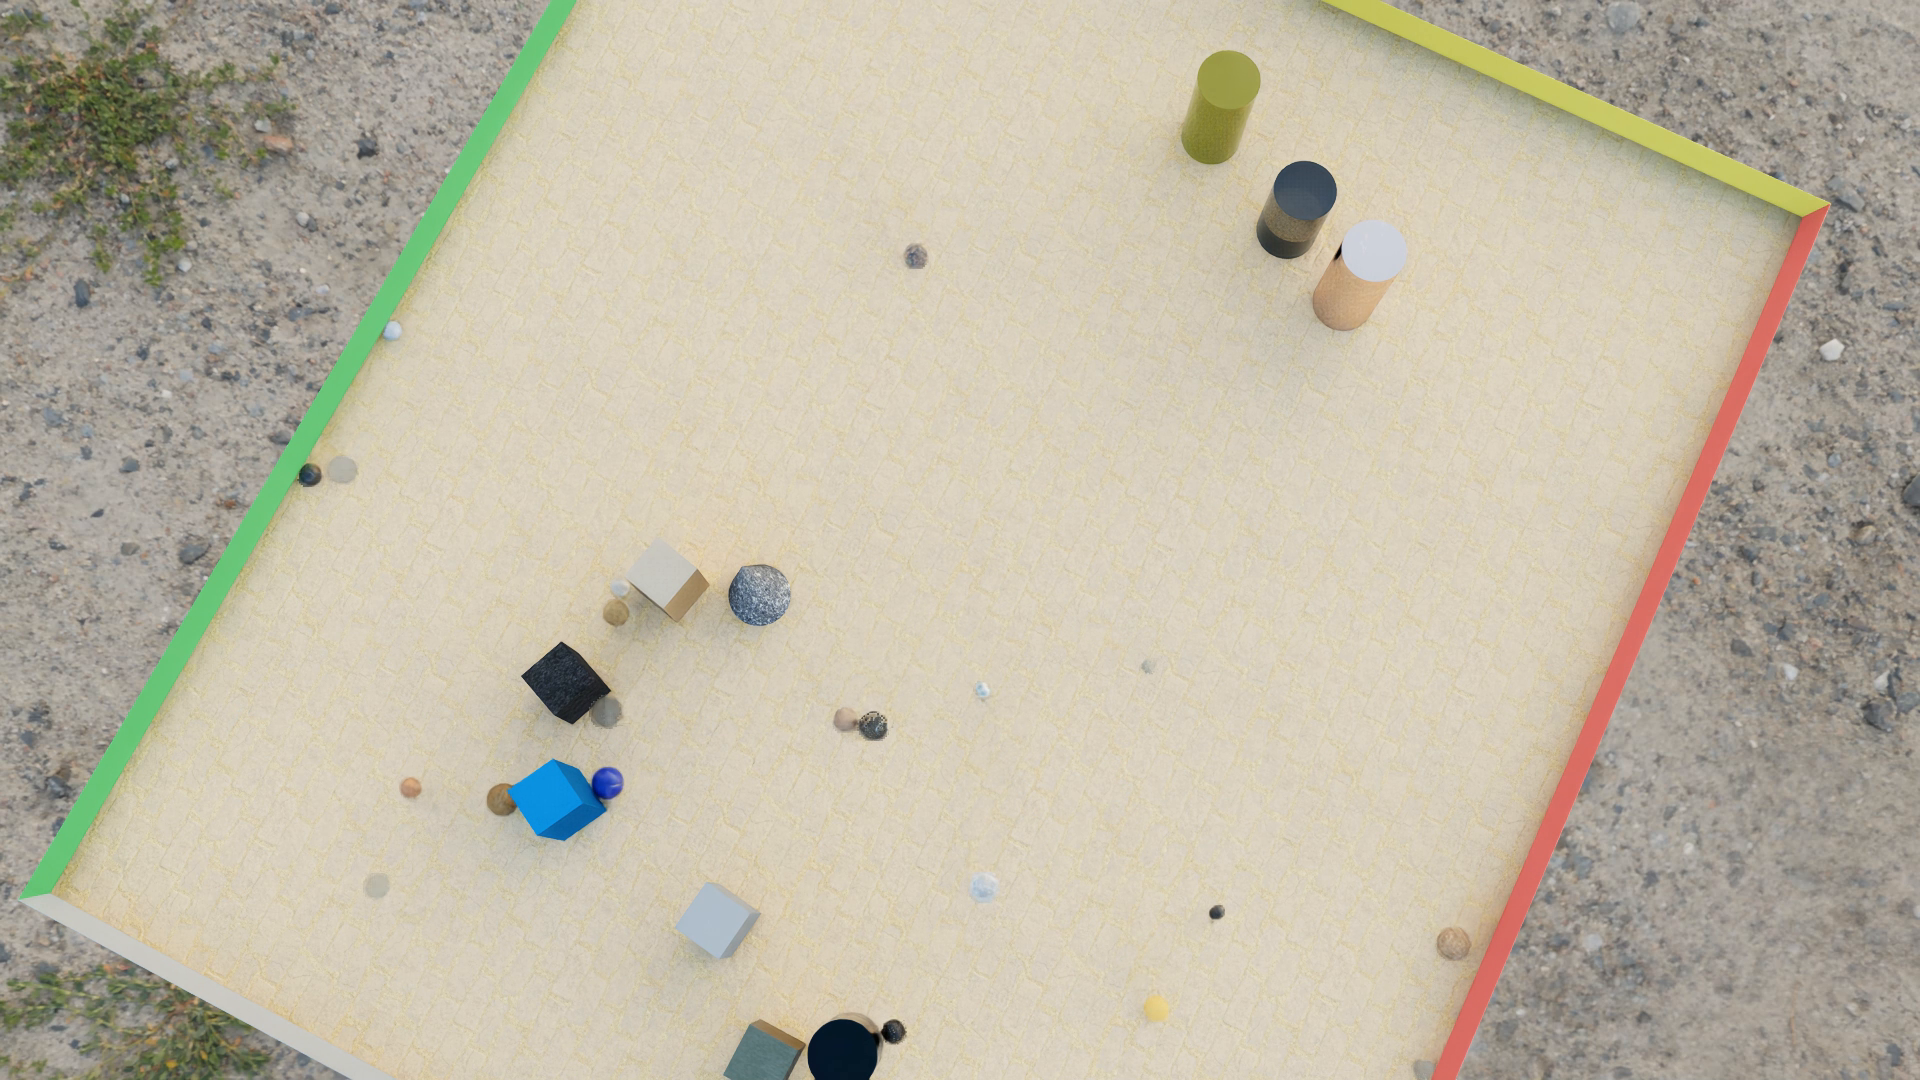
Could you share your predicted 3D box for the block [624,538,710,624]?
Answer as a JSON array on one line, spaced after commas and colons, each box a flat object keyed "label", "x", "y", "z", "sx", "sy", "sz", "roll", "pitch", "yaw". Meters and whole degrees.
[{"label": "block", "x": -0.869, "y": 0.121, "z": 5.453, "sx": 0.153, "sy": 0.271, "sz": 0.153, "roll": 38, "pitch": 81, "yaw": 7}]

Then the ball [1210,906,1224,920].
[{"label": "ball", "x": 0.750, "y": 1.092, "z": 5.370, "sx": 0.041, "sy": 0.041, "sz": 0.041, "roll": 0, "pitch": 78, "yaw": 0}]

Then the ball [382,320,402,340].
[{"label": "ball", "x": -1.771, "y": -0.656, "z": 5.722, "sx": 0.059, "sy": 0.059, "sz": 0.059, "roll": 0, "pitch": 78, "yaw": 0}]

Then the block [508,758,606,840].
[{"label": "block", "x": -1.156, "y": 0.752, "z": 5.278, "sx": 0.153, "sy": 0.359, "sz": 0.153, "roll": -35, "pitch": 80, "yaw": -7}]

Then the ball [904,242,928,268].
[{"label": "ball", "x": -0.140, "y": -0.895, "z": 5.762, "sx": 0.078, "sy": 0.078, "sz": 0.078, "roll": 0, "pitch": 78, "yaw": 0}]

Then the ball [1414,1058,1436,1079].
[{"label": "ball", "x": 1.337, "y": 1.523, "z": 5.269, "sx": 0.064, "sy": 0.064, "sz": 0.064, "roll": 0, "pitch": 78, "yaw": 0}]

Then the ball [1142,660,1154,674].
[{"label": "ball", "x": 0.567, "y": 0.381, "z": 5.517, "sx": 0.041, "sy": 0.041, "sz": 0.041, "roll": 0, "pitch": 78, "yaw": 0}]

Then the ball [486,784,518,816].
[{"label": "ball", "x": -1.349, "y": 0.766, "z": 5.410, "sx": 0.094, "sy": 0.094, "sz": 0.094, "roll": 0, "pitch": 78, "yaw": 0}]

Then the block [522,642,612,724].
[{"label": "block", "x": -1.158, "y": 0.423, "z": 5.400, "sx": 0.153, "sy": 0.252, "sz": 0.153, "roll": -41, "pitch": 81, "yaw": -8}]

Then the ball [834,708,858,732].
[{"label": "ball", "x": -0.341, "y": 0.536, "z": 5.467, "sx": 0.075, "sy": 0.075, "sz": 0.075, "roll": 0, "pitch": 78, "yaw": 0}]

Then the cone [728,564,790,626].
[{"label": "cone", "x": -0.610, "y": 0.121, "z": 5.355, "sx": 0.191, "sy": 0.463, "sz": 0.191, "roll": 0, "pitch": 78, "yaw": 0}]

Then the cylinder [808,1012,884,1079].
[{"label": "cylinder", "x": -0.317, "y": 1.428, "z": 5.128, "sx": 0.191, "sy": 0.379, "sz": 0.191, "roll": 0, "pitch": 78, "yaw": 0}]

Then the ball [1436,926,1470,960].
[{"label": "ball", "x": 1.435, "y": 1.172, "z": 5.325, "sx": 0.095, "sy": 0.095, "sz": 0.095, "roll": 0, "pitch": 78, "yaw": 0}]

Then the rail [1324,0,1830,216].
[{"label": "rail", "x": 0.958, "y": -1.870, "z": 5.939, "sx": 3.902, "sy": 0.124, "sz": 0.045, "roll": 26, "pitch": 80, "yaw": 5}]

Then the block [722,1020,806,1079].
[{"label": "block", "x": -0.548, "y": 1.464, "z": 5.169, "sx": 0.153, "sy": 0.282, "sz": 0.153, "roll": 27, "pitch": 80, "yaw": 5}]

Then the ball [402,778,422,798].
[{"label": "ball", "x": -1.626, "y": 0.735, "z": 5.434, "sx": 0.060, "sy": 0.060, "sz": 0.060, "roll": 0, "pitch": 78, "yaw": 0}]

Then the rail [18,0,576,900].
[{"label": "rail", "x": -1.724, "y": -0.837, "z": 5.725, "sx": 0.045, "sy": 0.124, "sz": 4.332, "roll": 26, "pitch": 80, "yaw": 5}]

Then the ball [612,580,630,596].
[{"label": "ball", "x": -1.030, "y": 0.145, "z": 5.560, "sx": 0.053, "sy": 0.053, "sz": 0.053, "roll": 0, "pitch": 78, "yaw": 0}]

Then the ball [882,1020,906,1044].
[{"label": "ball", "x": -0.191, "y": 1.418, "z": 5.288, "sx": 0.068, "sy": 0.068, "sz": 0.068, "roll": 0, "pitch": 78, "yaw": 0}]

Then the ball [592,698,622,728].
[{"label": "ball", "x": -1.052, "y": 0.513, "z": 5.465, "sx": 0.089, "sy": 0.089, "sz": 0.089, "roll": 0, "pitch": 78, "yaw": 0}]

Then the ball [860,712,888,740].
[{"label": "ball", "x": -0.256, "y": 0.553, "z": 5.458, "sx": 0.085, "sy": 0.085, "sz": 0.085, "roll": 0, "pitch": 78, "yaw": 0}]

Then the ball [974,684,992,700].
[{"label": "ball", "x": 0.070, "y": 0.456, "z": 5.496, "sx": 0.052, "sy": 0.052, "sz": 0.052, "roll": 0, "pitch": 78, "yaw": 0}]

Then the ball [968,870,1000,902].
[{"label": "ball", "x": 0.071, "y": 1.012, "z": 5.361, "sx": 0.090, "sy": 0.090, "sz": 0.090, "roll": 0, "pitch": 78, "yaw": 0}]

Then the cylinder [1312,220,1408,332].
[{"label": "cylinder", "x": 1.204, "y": -0.795, "z": 5.548, "sx": 0.191, "sy": 0.456, "sz": 0.191, "roll": 0, "pitch": 78, "yaw": 0}]

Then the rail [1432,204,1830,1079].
[{"label": "rail", "x": 1.724, "y": 0.851, "z": 5.376, "sx": 0.045, "sy": 0.124, "sz": 4.332, "roll": 26, "pitch": 80, "yaw": 5}]

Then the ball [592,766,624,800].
[{"label": "ball", "x": -1.042, "y": 0.719, "z": 5.419, "sx": 0.095, "sy": 0.095, "sz": 0.095, "roll": 0, "pitch": 78, "yaw": 0}]

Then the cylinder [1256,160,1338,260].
[{"label": "cylinder", "x": 1.036, "y": -1.016, "z": 5.659, "sx": 0.191, "sy": 0.329, "sz": 0.191, "roll": 0, "pitch": 78, "yaw": 0}]

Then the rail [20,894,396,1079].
[{"label": "rail", "x": -0.958, "y": 1.883, "z": 5.163, "sx": 3.902, "sy": 0.124, "sz": 0.045, "roll": 26, "pitch": 80, "yaw": 5}]

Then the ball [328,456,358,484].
[{"label": "ball", "x": -1.893, "y": -0.216, "z": 5.616, "sx": 0.088, "sy": 0.088, "sz": 0.088, "roll": 0, "pitch": 78, "yaw": 0}]

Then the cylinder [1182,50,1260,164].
[{"label": "cylinder", "x": 0.805, "y": -1.336, "z": 5.684, "sx": 0.191, "sy": 0.409, "sz": 0.191, "roll": 0, "pitch": 78, "yaw": 0}]

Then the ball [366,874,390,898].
[{"label": "ball", "x": -1.707, "y": 1.016, "z": 5.372, "sx": 0.068, "sy": 0.068, "sz": 0.068, "roll": 0, "pitch": 78, "yaw": 0}]

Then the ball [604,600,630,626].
[{"label": "ball", "x": -1.038, "y": 0.222, "z": 5.531, "sx": 0.078, "sy": 0.078, "sz": 0.078, "roll": 0, "pitch": 78, "yaw": 0}]

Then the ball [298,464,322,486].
[{"label": "ball", "x": -1.992, "y": -0.201, "z": 5.623, "sx": 0.069, "sy": 0.069, "sz": 0.069, "roll": 0, "pitch": 78, "yaw": 0}]

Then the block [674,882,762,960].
[{"label": "block", "x": -0.690, "y": 1.089, "z": 5.245, "sx": 0.153, "sy": 0.286, "sz": 0.153, "roll": 34, "pitch": 80, "yaw": 7}]

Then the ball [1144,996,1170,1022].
[{"label": "ball", "x": 0.568, "y": 1.355, "z": 5.298, "sx": 0.075, "sy": 0.075, "sz": 0.075, "roll": 0, "pitch": 78, "yaw": 0}]
